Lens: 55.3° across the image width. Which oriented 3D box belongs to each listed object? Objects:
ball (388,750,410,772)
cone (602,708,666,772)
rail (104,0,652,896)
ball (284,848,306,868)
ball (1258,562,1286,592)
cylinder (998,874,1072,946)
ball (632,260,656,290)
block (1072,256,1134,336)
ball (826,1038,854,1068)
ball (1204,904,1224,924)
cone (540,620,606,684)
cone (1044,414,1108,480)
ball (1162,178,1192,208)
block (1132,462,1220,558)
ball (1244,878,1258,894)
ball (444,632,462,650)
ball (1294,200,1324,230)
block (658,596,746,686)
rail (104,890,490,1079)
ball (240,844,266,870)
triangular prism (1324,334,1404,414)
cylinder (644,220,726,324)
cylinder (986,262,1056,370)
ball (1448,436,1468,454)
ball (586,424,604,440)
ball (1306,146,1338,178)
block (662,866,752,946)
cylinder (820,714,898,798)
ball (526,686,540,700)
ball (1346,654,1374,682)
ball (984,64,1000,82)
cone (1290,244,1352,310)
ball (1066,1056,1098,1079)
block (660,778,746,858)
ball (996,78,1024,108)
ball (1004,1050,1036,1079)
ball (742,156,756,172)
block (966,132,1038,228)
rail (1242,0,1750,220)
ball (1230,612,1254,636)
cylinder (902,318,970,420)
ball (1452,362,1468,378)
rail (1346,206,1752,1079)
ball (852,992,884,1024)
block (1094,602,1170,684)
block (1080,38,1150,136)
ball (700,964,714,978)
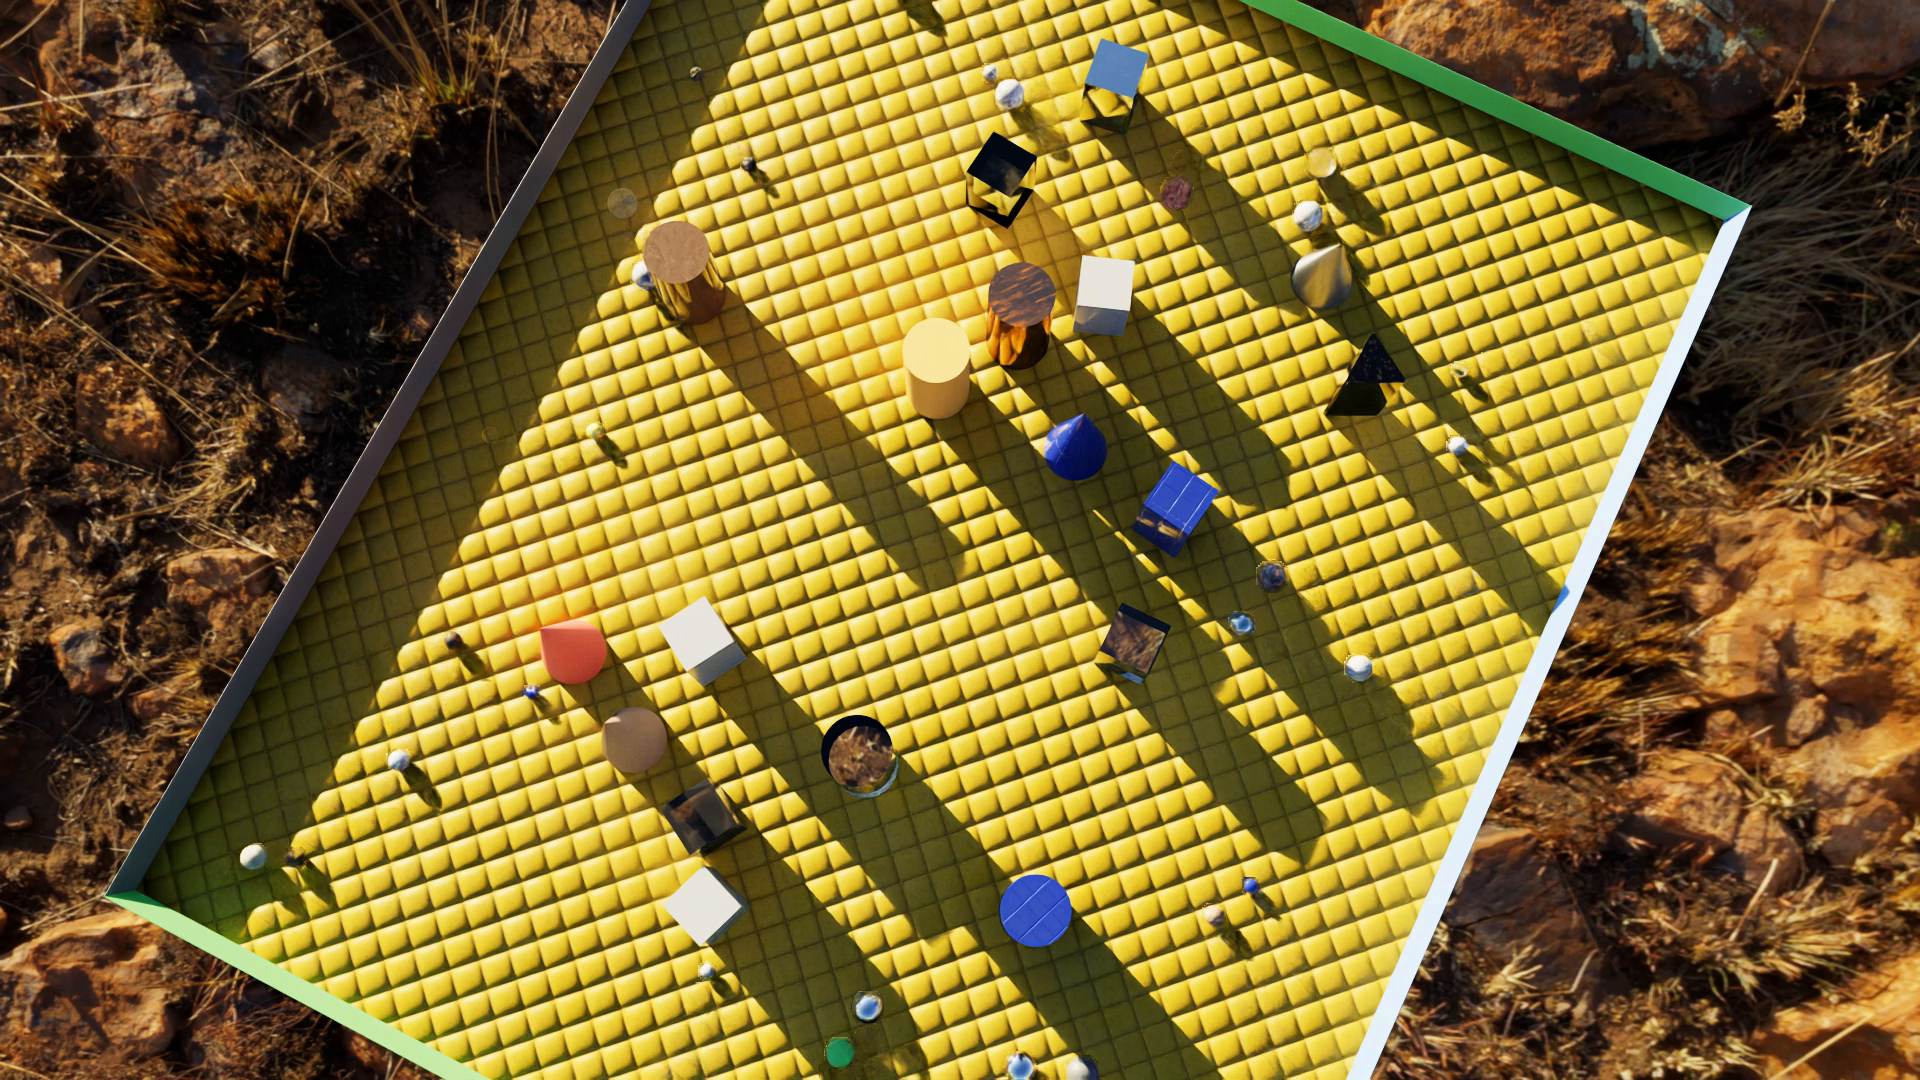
[{"bbox_3d":[-1.668,0.656,5.449,0.062,0.062,0.062,0,78,0],"label":"ball"},{"bbox_3d":[-0.977,0.550,5.260,0.197,0.476,0.197,0,78,0],"label":"cone"},{"bbox_3d":[-1.529,-0.742,5.704,0.045,0.128,4.092,26,80,5],"label":"rail"},{"bbox_3d":[-1.957,0.937,5.393,0.058,0.058,0.058,0,78,0],"label":"ball"},{"bbox_3d":[0.945,0.111,5.549,0.088,0.088,0.088,0,78,0],"label":"ball"},{"bbox_3d":[0.210,1.057,5.224,0.197,0.340,0.197,0,78,0],"label":"cylinder"},{"bbox_3d":[-0.980,-0.830,5.741,0.094,0.094,0.094,0,78,0],"label":"ball"},{"bbox_3d":[0.440,-0.749,5.644,0.158,0.250,0.158,6,78,1],"label":"block"},{"bbox_3d":[-0.345,1.476,5.270,0.081,0.081,0.081,0,78,0],"label":"ball"},{"bbox_3d":[0.742,1.096,5.360,0.058,0.058,0.058,0,78,0],"label":"ball"},{"bbox_3d":[-1.168,0.292,5.319,0.197,0.465,0.197,0,78,0],"label":"cone"},{"bbox_3d":[0.358,-0.322,5.467,0.197,0.423,0.197,0,78,0],"label":"cone"},{"bbox_3d":[0.687,-1.097,5.794,0.097,0.097,0.097,0,78,0],"label":"ball"},{"bbox_3d":[0.638,-0.087,5.454,0.158,0.354,0.158,35,80,7],"label":"block"},{"bbox_3d":[0.855,1.017,5.384,0.043,0.043,0.043,0,78,0],"label":"ball"},{"bbox_3d":[-1.528,0.304,5.527,0.052,0.052,0.052,0,78,0],"label":"ball"},{"bbox_3d":[1.100,-1.023,5.781,0.094,0.094,0.094,0,78,0],"label":"ball"},{"bbox_3d":[-0.751,0.301,5.379,0.158,0.344,0.158,-33,80,-6],"label":"block"},{"bbox_3d":[-0.904,1.778,5.182,3.466,0.128,0.045,26,80,5],"label":"rail"},{"bbox_3d":[-2.077,0.933,5.386,0.073,0.073,0.073,0,78,0],"label":"ball"},{"bbox_3d":[1.214,-0.499,5.538,0.171,0.356,0.148,0,78,0],"label":"triangular prism"},{"bbox_3d":[-0.837,-0.811,5.591,0.197,0.379,0.197,0,78,0],"label":"cylinder"},{"bbox_3d":[0.180,-0.671,5.539,0.197,0.425,0.197,0,78,0],"label":"cylinder"},{"bbox_3d":[1.535,-0.291,5.648,0.056,0.056,0.056,0,78,0],"label":"ball"},{"bbox_3d":[-1.128,-0.336,5.660,0.051,0.051,0.051,0,78,0],"label":"ball"},{"bbox_3d":[1.146,-1.197,5.814,0.099,0.099,0.099,0,78,0],"label":"ball"},{"bbox_3d":[-0.726,1.053,5.273,0.158,0.247,0.158,-44,82,-8],"label":"block"},{"bbox_3d":[-0.282,0.624,5.248,0.197,0.469,0.197,0,78,0],"label":"cylinder"},{"bbox_3d":[-1.284,0.459,5.500,0.042,0.042,0.042,0,78,0],"label":"ball"},{"bbox_3d":[1.199,0.384,5.497,0.079,0.079,0.079,0,78,0],"label":"ball"},{"bbox_3d":[0.100,-1.504,5.901,0.052,0.052,0.052,0,78,0],"label":"ball"},{"bbox_3d":[1.142,-0.854,5.629,0.197,0.323,0.197,0,78,0],"label":"cone"},{"bbox_3d":[0.349,1.529,5.252,0.094,0.094,0.094,0,78,0],"label":"ball"},{"bbox_3d":[-0.740,0.808,5.314,0.158,0.265,0.158,-33,80,-7],"label":"block"},{"bbox_3d":[0.161,-1.428,5.865,0.093,0.093,0.093,0,78,0],"label":"ball"},{"bbox_3d":[0.173,1.512,5.256,0.094,0.094,0.094,0,78,0],"label":"ball"},{"bbox_3d":[-0.673,-1.198,5.840,0.047,0.047,0.047,0,78,0],"label":"ball"},{"bbox_3d":[0.128,-1.120,5.717,0.158,0.257,0.158,32,80,6],"label":"block"},{"bbox_3d":[0.904,-1.764,5.915,3.466,0.128,0.045,26,80,5],"label":"rail"},{"bbox_3d":[0.851,0.254,5.529,0.069,0.069,0.069,0,78,0],"label":"ball"},{"bbox_3d":[-0.069,-0.512,5.521,0.197,0.394,0.197,0,78,0],"label":"cylinder"},{"bbox_3d":[1.557,-0.529,5.703,0.045,0.045,0.045,0,78,0],"label":"ball"},{"bbox_3d":[1.529,0.755,5.394,0.045,0.128,4.092,26,80,5],"label":"rail"},{"bbox_3d":[-0.265,1.351,5.292,0.088,0.088,0.088,0,78,0],"label":"ball"},{"bbox_3d":[0.508,0.309,5.429,0.158,0.243,0.158,25,79,5],"label":"block"},{"bbox_3d":[0.483,-1.424,5.772,0.158,0.273,0.158,19,79,4],"label":"block"},{"bbox_3d":[-0.736,1.256,5.335,0.043,0.043,0.043,0,78,0],"label":"ball"}]
